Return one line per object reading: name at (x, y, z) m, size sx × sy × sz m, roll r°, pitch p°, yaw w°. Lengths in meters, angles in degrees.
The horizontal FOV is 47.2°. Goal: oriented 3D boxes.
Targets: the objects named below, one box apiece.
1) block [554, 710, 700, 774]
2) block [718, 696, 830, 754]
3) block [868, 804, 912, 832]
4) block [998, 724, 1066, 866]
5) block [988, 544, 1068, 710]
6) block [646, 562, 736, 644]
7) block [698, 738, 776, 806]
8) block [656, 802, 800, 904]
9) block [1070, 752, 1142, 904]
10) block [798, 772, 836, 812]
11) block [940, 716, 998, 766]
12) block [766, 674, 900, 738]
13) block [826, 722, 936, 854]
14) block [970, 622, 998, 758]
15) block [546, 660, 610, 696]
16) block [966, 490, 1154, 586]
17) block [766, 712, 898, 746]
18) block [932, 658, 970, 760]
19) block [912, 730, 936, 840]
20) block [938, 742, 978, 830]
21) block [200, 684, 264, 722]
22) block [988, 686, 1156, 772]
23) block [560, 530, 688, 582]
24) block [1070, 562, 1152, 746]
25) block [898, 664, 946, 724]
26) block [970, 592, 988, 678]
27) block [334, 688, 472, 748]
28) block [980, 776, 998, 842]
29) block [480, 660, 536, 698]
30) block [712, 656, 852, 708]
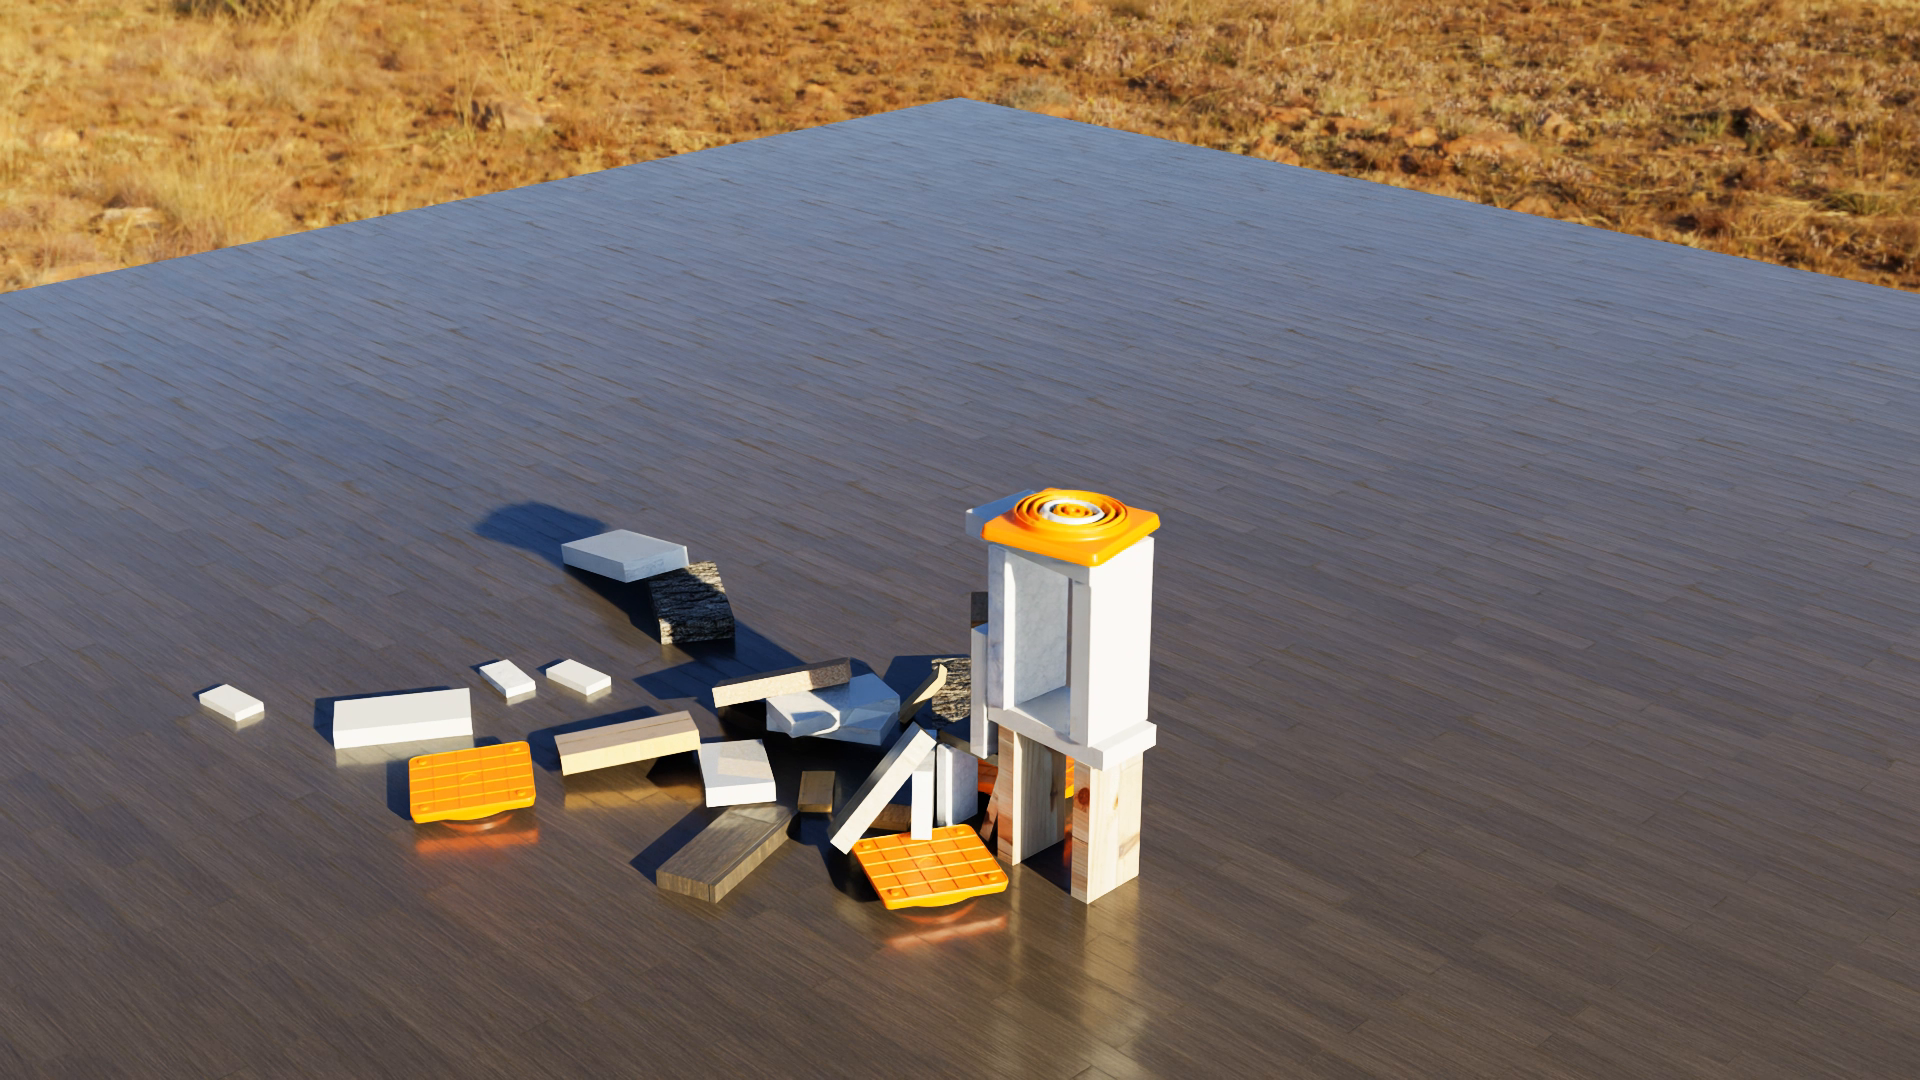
block at (-0.704, 0.427, 4.647) m, size 0.288 × 0.041 × 0.144 m, roll -10°, pitch 15°, yaw -13°
block at (-0.392, 0.387, 4.802) m, size 0.255 × 0.036 × 0.127 m, roll 18°, pitch 29°, yaw 36°
block at (-0.165, 0.554, 4.430) m, size 0.136 × 0.019 × 0.068 m, roll 5°, pitch 24°, yaw 12°
block at (0.141, 0.472, 4.274) m, size 0.147 × 0.293 × 0.042 m, roll -21°, pitch 31°, yaw -40°
block at (0.129, 0.144, 4.148) m, size 0.162 × 0.324 × 0.046 m, roll -19°, pitch 30°, yaw -37°
block at (-0.659, 0.149, 5.346) m, size 0.174 × 0.049 × 0.348 m, roll -5°, pitch 24°, yaw -13°
block at (-0.463, 0.478, 4.529) m, size 0.138 × 0.039 × 0.275 m, roll -4°, pitch 14°, yaw -10°
block at (-0.449, 0.601, 4.296) m, size 0.132 × 0.037 × 0.316 m, roll 11°, pitch 25°, yaw 24°
block at (0.277, 0.525, 4.148) m, size 0.042 × 0.293 × 0.147 m, roll 21°, pitch 31°, yaw 41°
block at (-0.294, 0.517, 4.518) m, size 0.068 × 0.019 × 0.136 m, roll 0°, pitch 23°, yaw 0°
block at (0.058, 0.398, 4.327) m, size 0.181 × 0.026 × 0.090 m, roll 20°, pitch 30°, yaw 39°
block at (-0.271, 0.352, 4.699) m, size 0.255 × 0.036 × 0.127 m, roll -12°, pitch 26°, yaw -27°
block at (-0.155, 0.481, 4.289) m, size 0.039 × 0.275 × 0.138 m, roll 39°, pitch -3°, yaw -7°
block at (0.082, 0.277, 4.241) m, size 0.132 × 0.265 × 0.037 m, roll -20°, pitch 30°, yaw -39°
block at (-0.868, 0.311, 5.002) m, size 0.139 × 0.020 × 0.070 m, roll 18°, pitch 29°, yaw 37°
block at (0.180, -0.007, 4.032) m, size 0.162 × 0.046 × 0.324 m, roll -20°, pitch 30°, yaw -38°
block at (-0.273, 0.380, 4.726) m, size 0.255 × 0.036 × 0.127 m, roll 6°, pitch 24°, yaw 14°
block at (0.027, 0.361, 4.788) m, size 0.174 × 0.049 × 0.459 m, roll -1°, pitch 18°, yaw 0°
block at (-0.071, 0.484, 4.380) m, size 0.039 × 0.138 × 0.275 m, roll 2°, pitch 12°, yaw 1°
block at (-0.005, 0.480, 4.397) m, size 0.026 × 0.181 × 0.090 m, roll 21°, pitch 31°, yaw 40°
block at (-1.619, 0.361, 4.885) m, size 0.140 × 0.020 × 0.070 m, roll 18°, pitch 29°, yaw 36°
block at (0.209, 0.343, 4.148) m, size 0.147 × 0.042 × 0.293 m, roll -21°, pitch 31°, yaw -41°
block at (-0.844, 0.038, 5.523) m, size 0.174 × 0.049 × 0.348 m, roll -16°, pitch 17°, yaw -33°
block at (0.276, 0.201, 4.016) m, size 0.162 × 0.324 × 0.046 m, roll -21°, pitch 30°, yaw -40°
block at (-0.082, 0.338, 4.816) m, size 0.019 × 0.136 × 0.068 m, roll 39°, pitch 20°, yaw -12°
block at (0.040, 0.249, 4.306) m, size 0.037 × 0.265 × 0.132 m, roll 0°, pitch 23°, yaw 0°
block at (-1.214, 0.388, 4.795) m, size 0.288 × 0.041 × 0.144 m, roll -5°, pitch 24°, yaw -12°
block at (0.099, 0.506, 4.337) m, size 0.090 × 0.181 × 0.026 m, roll -21°, pitch 48°, yaw -40°
block at (-1.029, 0.314, 4.995) m, size 0.070 × 0.020 × 0.140 m, roll -16°, pitch 28°, yaw -33°
block at (-0.384, 0.307, 4.773) m, size 0.288 × 0.041 × 0.144 m, roll -11°, pitch 3°, yaw 1°
